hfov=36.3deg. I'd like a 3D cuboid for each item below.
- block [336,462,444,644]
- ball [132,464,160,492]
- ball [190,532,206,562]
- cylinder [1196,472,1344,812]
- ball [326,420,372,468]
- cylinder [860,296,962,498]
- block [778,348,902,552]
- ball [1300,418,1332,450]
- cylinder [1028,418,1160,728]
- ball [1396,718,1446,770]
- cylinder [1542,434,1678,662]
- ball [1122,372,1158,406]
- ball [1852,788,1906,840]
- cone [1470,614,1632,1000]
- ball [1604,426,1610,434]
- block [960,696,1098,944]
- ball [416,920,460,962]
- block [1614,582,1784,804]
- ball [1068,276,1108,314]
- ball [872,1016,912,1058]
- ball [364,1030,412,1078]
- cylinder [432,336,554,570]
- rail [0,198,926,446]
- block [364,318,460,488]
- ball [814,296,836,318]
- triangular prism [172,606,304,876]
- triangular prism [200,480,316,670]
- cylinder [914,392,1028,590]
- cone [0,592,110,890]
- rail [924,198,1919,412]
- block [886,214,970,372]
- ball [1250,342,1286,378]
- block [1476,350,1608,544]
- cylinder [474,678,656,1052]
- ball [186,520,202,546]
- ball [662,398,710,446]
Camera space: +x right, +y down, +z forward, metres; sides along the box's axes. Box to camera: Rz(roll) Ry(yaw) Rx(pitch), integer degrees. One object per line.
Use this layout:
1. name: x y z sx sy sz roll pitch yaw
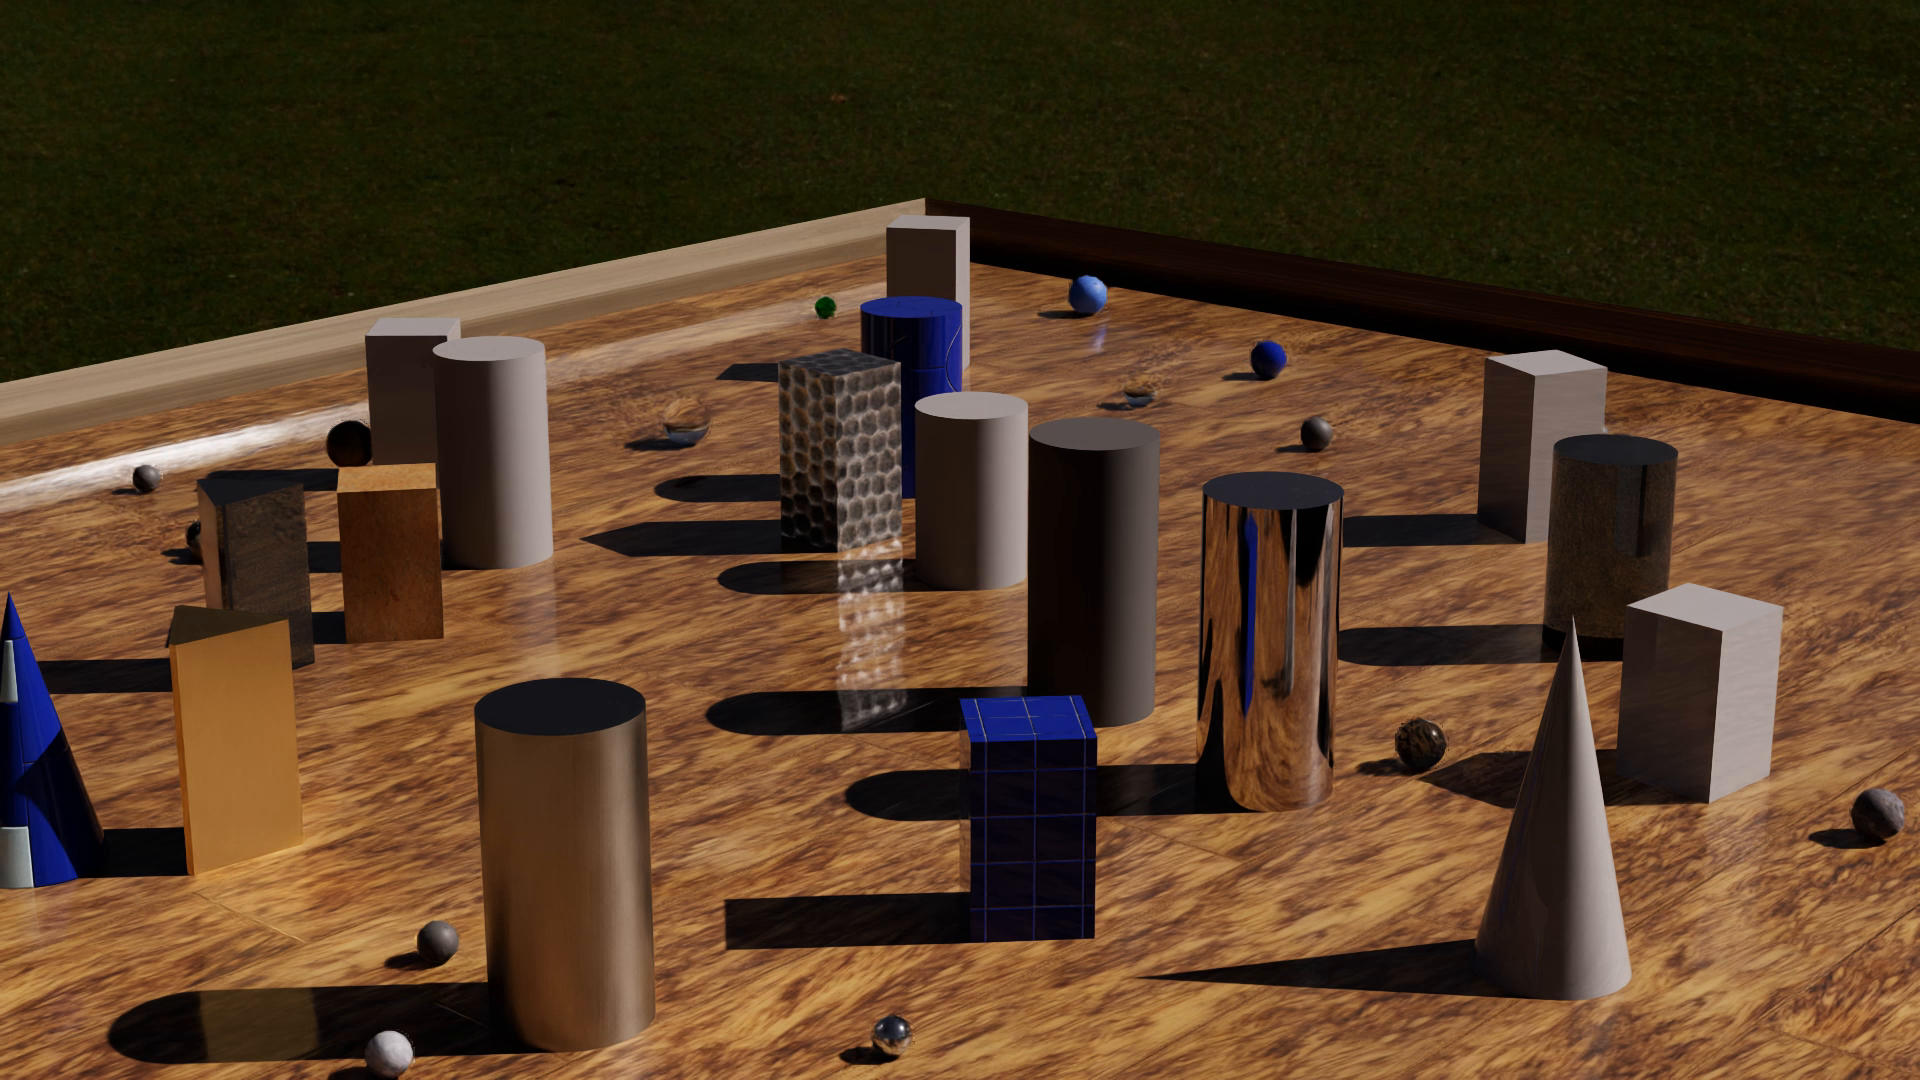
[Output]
1. block: -0.957 0.021 4.933 0.160 0.262 0.160 -3 17 -10
2. ball: -1.601 -0.121 5.767 0.053 0.053 0.053 0 17 0
3. ball: -1.371 0.012 5.326 0.051 0.051 0.051 0 17 0
4. cylinder: 0.442 0.144 4.201 0.200 0.448 0.200 0 17 0
5. ball: -1.207 -0.188 5.808 0.098 0.098 0.098 0 17 0
6. cylinder: -0.095 -0.282 5.768 0.200 0.361 0.200 0 17 0
7. block: -0.222 -0.168 5.439 0.160 0.333 0.160 -15 23 -41
8. ball: 0.738 -0.220 6.072 0.067 0.067 0.067 0 17 0
9. cylinder: 0.205 0.049 4.531 0.200 0.441 0.200 0 17 0
10. ball: 0.681 0.301 4.328 0.074 0.074 0.074 0 17 0
11. cylinder: 1.073 0.011 4.845 0.200 0.332 0.200 0 17 0
12. ball: 0.395 -0.331 6.423 0.076 0.076 0.076 0 17 0
13. ball: 1.274 0.380 4.069 0.072 0.072 0.072 0 17 0
14. cone: 0.741 0.311 3.614 0.200 0.466 0.200 0 17 0
15. ball: 1.319 -0.216 6.079 0.055 0.055 0.055 0 17 0
16. block: 0.086 0.359 3.789 0.160 0.274 0.160 -1 17 -5
17. ball: -0.657 0.505 3.687 0.053 0.053 0.053 0 17 0
18. block: 1.076 0.220 4.272 0.160 0.261 0.160 -15 23 -41
19. ball: 0.319 -0.611 7.318 0.097 0.097 0.097 0 17 0
20. ball: -0.080 0.582 3.440 0.049 0.049 0.049 0 17 0
21. ball: -0.660 0.595 3.387 0.055 0.055 0.055 0 17 0
22. cylinder: -0.846 -0.160 5.319 0.200 0.385 0.200 0 17 0
23. rail: -1.623 -0.374 6.469 0.045 0.130 4.706 14 22 39
24. block: -1.078 -0.272 5.824 0.160 0.310 0.160 0 17 0
25. ball: -0.334 -0.577 7.282 0.053 0.053 0.053 0 17 0
26. triangular prism: -1.023 0.263 4.016 0.173 0.328 0.150 -14 22 -40
27. triangular prism: -1.166 0.060 4.727 0.150 0.305 0.173 12 21 35
28. cylinder: 0.020 -0.089 5.211 0.200 0.311 0.200 0 17 0
29. cone: -1.264 0.252 3.950 0.200 0.386 0.200 0 17 0
30. rail: 1.527 -0.475 6.804 4.346 0.130 0.045 14 22 39
31. block: -0.072 -0.556 6.705 0.160 0.345 0.160 3 17 11
32. ball: 0.702 -0.412 6.681 0.083 0.083 0.083 0 17 0
33. block: 1.088 -0.176 5.487 0.160 0.320 0.160 -7 18 -23
34. cylinder: -0.468 0.384 3.491 0.200 0.397 0.200 0 17 0
35. ball: -1.390 -0.006 5.376 0.059 0.059 0.059 0 17 0
36. ball: -0.570 -0.247 6.104 0.100 0.100 0.100 0 17 0
